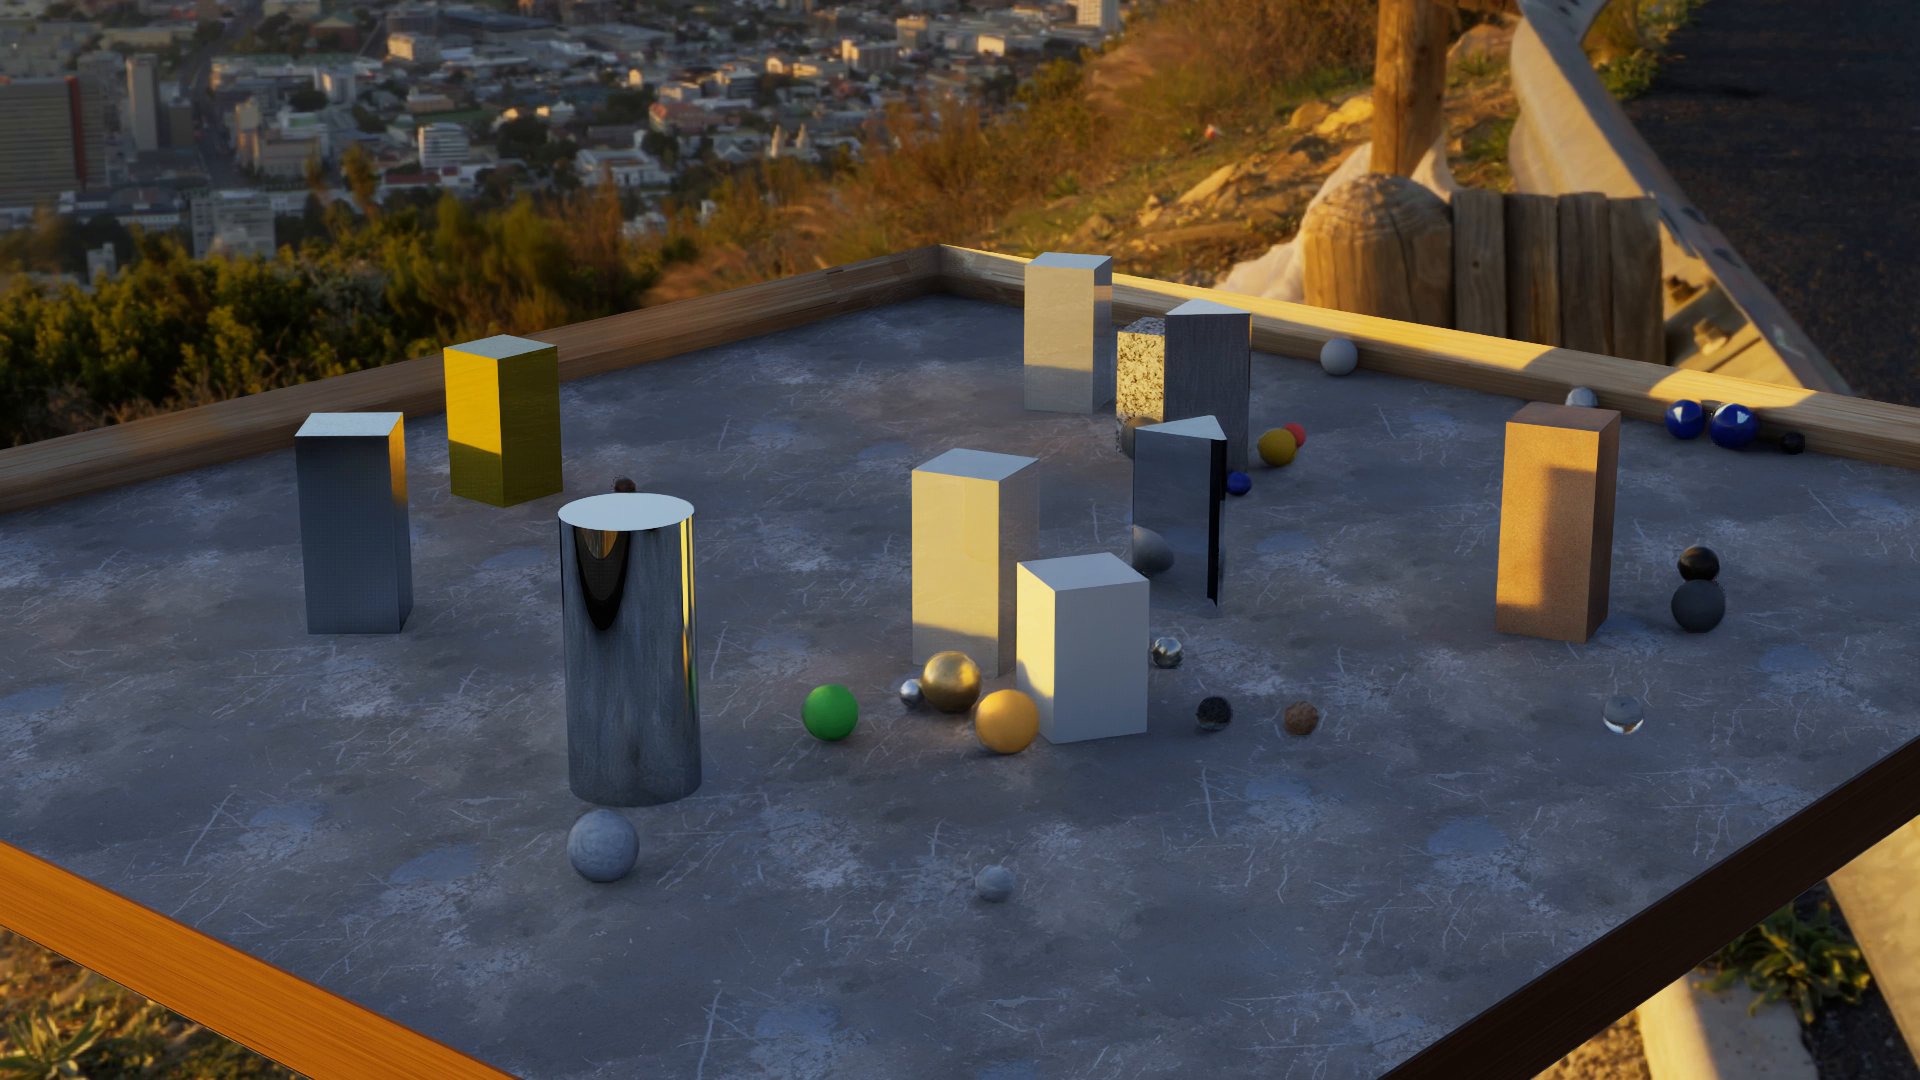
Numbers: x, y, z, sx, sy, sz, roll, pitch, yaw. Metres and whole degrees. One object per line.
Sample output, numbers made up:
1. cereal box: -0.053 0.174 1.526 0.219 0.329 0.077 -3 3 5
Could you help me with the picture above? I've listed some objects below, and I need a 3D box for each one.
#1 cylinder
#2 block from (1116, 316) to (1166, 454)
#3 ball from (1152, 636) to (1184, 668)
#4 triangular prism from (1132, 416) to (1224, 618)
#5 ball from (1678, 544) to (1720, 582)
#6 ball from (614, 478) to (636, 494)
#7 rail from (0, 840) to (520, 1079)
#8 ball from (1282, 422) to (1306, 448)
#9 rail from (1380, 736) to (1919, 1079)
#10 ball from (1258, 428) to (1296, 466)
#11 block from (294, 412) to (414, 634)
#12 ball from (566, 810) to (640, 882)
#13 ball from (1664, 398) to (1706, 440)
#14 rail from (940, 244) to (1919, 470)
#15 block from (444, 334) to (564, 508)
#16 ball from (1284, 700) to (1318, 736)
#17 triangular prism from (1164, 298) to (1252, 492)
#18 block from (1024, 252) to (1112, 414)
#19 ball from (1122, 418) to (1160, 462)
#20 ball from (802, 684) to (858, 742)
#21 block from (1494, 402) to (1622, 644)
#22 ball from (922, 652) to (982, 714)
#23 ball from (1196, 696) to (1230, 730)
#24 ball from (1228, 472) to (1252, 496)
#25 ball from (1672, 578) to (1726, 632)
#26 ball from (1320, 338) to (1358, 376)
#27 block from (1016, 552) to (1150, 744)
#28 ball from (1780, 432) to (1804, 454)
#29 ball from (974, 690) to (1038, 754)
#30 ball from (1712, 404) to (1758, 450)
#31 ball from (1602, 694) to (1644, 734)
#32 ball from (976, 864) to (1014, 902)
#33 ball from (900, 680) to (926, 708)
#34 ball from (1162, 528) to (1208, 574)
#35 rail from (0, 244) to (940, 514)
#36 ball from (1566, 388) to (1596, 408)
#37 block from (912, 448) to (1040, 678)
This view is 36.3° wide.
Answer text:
1. cylinder: -0.472 0.157 4.212 0.192 0.412 0.192 0 17 0
2. block: 0.422 -0.313 6.036 0.154 0.256 0.154 7 18 22
3. ball: 0.337 0.182 4.751 0.052 0.052 0.052 0 17 0
4. triangular prism: 0.403 -0.047 5.057 0.166 0.314 0.144 9 19 26
5. ball: 1.304 0.044 5.174 0.071 0.071 0.071 0 17 0
6. ball: -0.651 -0.101 5.704 0.042 0.042 0.042 0 17 0
7. rail: -1.215 0.436 3.780 3.401 0.125 0.045 14 22 39
8. ball: 0.688 -0.216 6.063 0.055 0.055 0.055 0 17 0
9. rail: 1.266 0.349 4.068 0.045 0.125 3.755 14 22 39
10. ball: 0.642 -0.188 5.931 0.078 0.078 0.078 0 17 0
11. block: -1.019 -0.029 4.945 0.154 0.344 0.154 0 17 -2
12. ball: -0.477 0.409 3.923 0.096 0.096 0.096 0 17 0
13. ball: 1.518 -0.254 6.138 0.085 0.085 0.085 0 17 0
14. rail: 1.215 -0.373 6.460 3.401 0.125 0.045 14 22 39
15. block: -0.888 -0.233 5.708 0.154 0.294 0.154 14 21 38
16. ball: 0.519 0.271 4.457 0.052 0.052 0.052 0 17 0
17. triangular prism: 0.473 -0.286 5.772 0.166 0.358 0.144 -2 17 -5
18. block: 0.236 -0.452 6.392 0.154 0.318 0.154 5 18 17
19. ball: 0.375 -0.201 5.945 0.096 0.096 0.096 0 17 0
20. ball: -0.197 0.261 4.429 0.086 0.086 0.086 0 17 0
21. block: 1.003 -0.031 4.918 0.154 0.363 0.154 8 18 24
22. ball: -0.012 0.221 4.547 0.095 0.095 0.095 0 17 0
23. ball: 0.387 0.265 4.474 0.052 0.052 0.052 0 17 0
24. ball: 0.547 -0.110 5.728 0.047 0.047 0.047 0 17 0
25. ball: 1.241 0.110 4.924 0.090 0.090 0.090 0 17 0
26. ball: 0.864 -0.418 6.679 0.086 0.086 0.086 0 17 0
27. block: 0.186 0.164 4.482 0.154 0.243 0.154 -6 18 -19
28. ball: 1.709 -0.199 6.024 0.046 0.046 0.046 0 17 0
29. ball: 0.069 0.271 4.380 0.095 0.095 0.095 0 17 0
30. ball: 1.601 -0.235 6.058 0.095 0.095 0.095 0 17 0
31. ball: 1.009 0.265 4.459 0.062 0.062 0.062 0 17 0
32. ball: 0.045 0.452 3.859 0.050 0.050 0.050 0 17 0
33. ball: -0.074 0.240 4.575 0.042 0.042 0.042 0 17 0
34. ball: 0.403 0.020 5.236 0.082 0.082 0.082 0 17 0
35. rail: -1.266 -0.286 6.173 0.045 0.125 3.755 14 22 39
36. ball: 1.338 -0.297 6.312 0.065 0.065 0.065 0 17 0
37. block: 0.026 0.035 4.762 0.154 0.327 0.154 8 19 25
